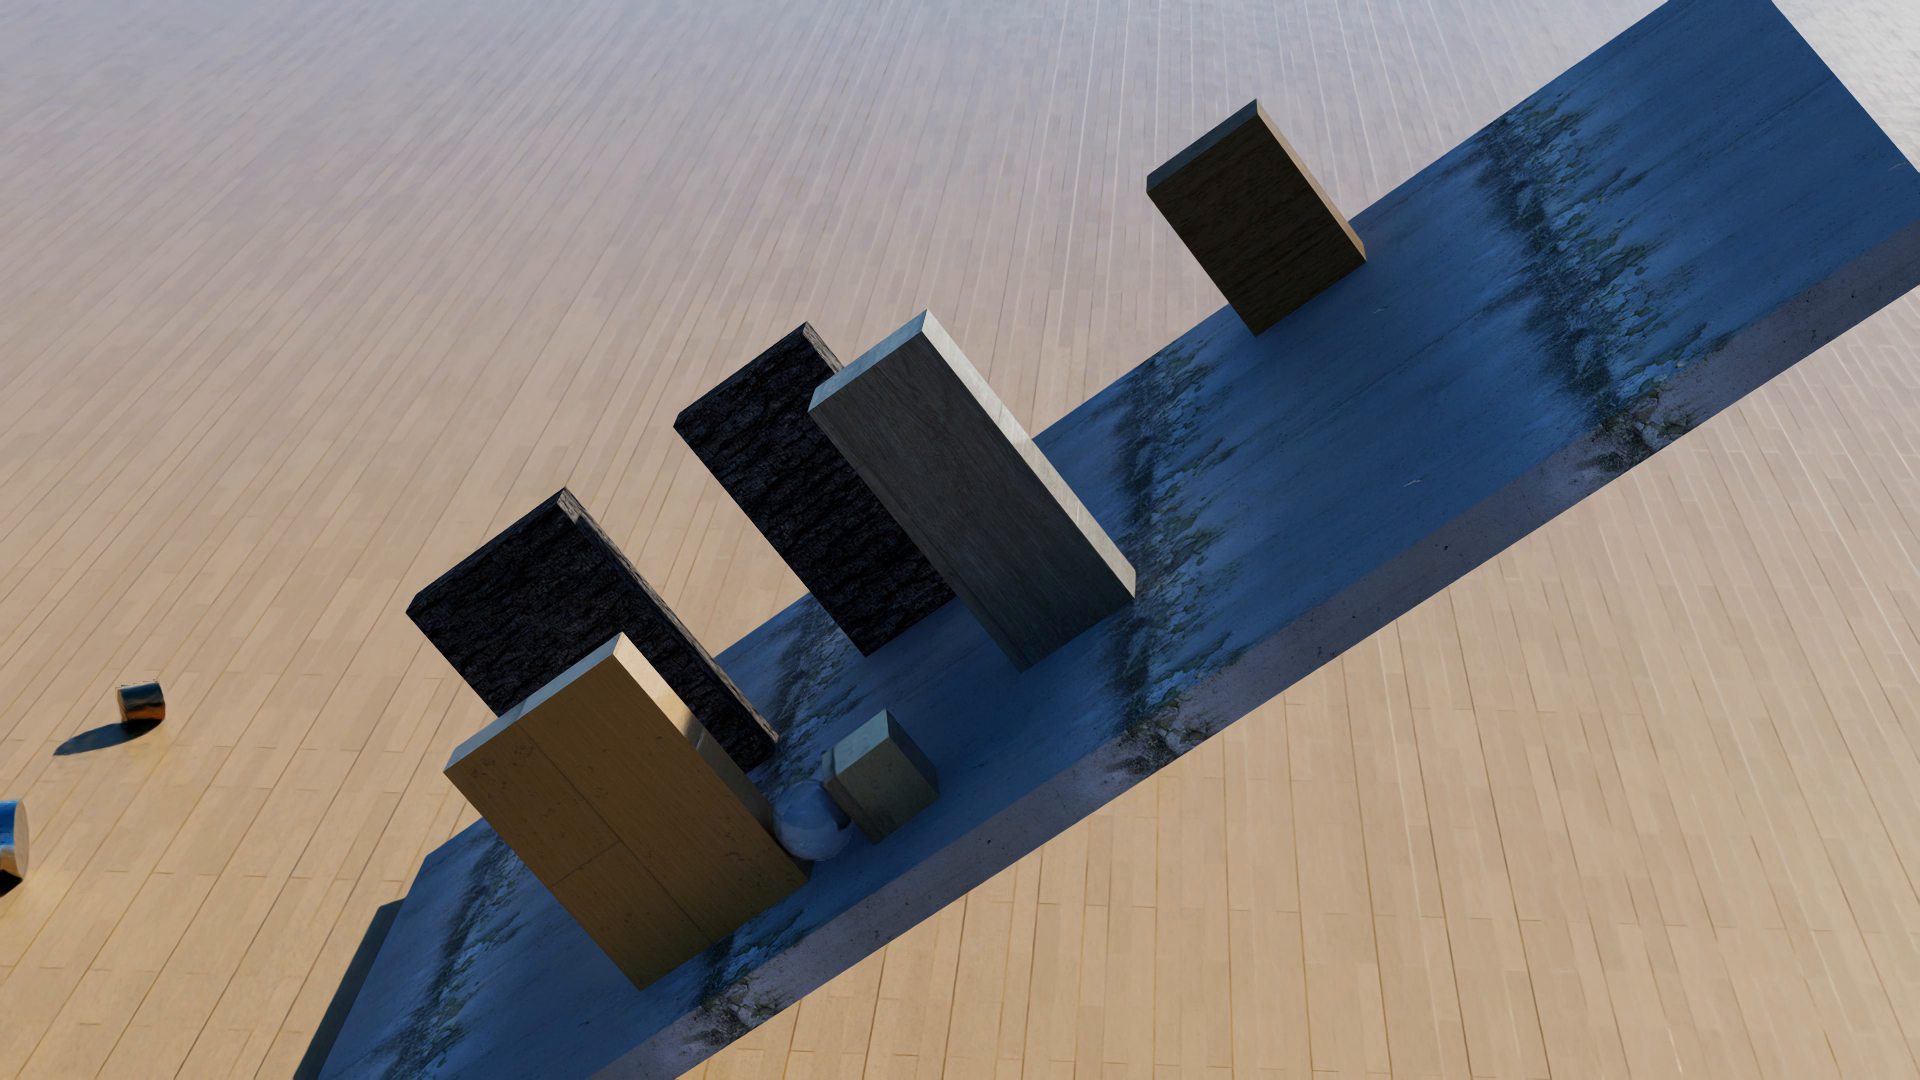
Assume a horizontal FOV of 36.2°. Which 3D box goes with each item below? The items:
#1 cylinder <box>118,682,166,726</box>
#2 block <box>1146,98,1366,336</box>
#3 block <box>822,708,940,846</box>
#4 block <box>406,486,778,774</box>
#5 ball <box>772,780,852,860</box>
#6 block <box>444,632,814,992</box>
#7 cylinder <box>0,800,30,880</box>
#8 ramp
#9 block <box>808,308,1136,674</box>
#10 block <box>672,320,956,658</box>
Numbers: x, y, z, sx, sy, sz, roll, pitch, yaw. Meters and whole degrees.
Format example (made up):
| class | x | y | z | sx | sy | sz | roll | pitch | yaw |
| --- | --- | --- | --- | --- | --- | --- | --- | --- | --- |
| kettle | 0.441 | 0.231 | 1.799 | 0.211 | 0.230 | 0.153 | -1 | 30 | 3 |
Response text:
| class | x | y | z | sx | sy | sz | roll | pitch | yaw |
| --- | --- | --- | --- | --- | --- | --- | --- | --- | --- |
| cylinder | -2.421 | 0.487 | 8.701 | 0.114 | 0.114 | 0.114 | -11 | 25 | -24 |
| block | 0.670 | -0.728 | 6.659 | 0.305 | 0.422 | 0.140 | -34 | 16 | 17 |
| block | -0.155 | 0.458 | 5.699 | 0.159 | 0.159 | 0.159 | -37 | 16 | 7 |
| block | -0.813 | 0.300 | 6.540 | 0.442 | 0.746 | 0.100 | -34 | 16 | 17 |
| ball | -0.286 | 0.543 | 5.710 | 0.155 | 0.155 | 0.155 | 0 | 23 | 0 |
| block | -0.644 | 0.538 | 5.760 | 0.434 | 0.601 | 0.102 | -34 | 16 | 17 |
| cylinder | -2.603 | 0.803 | 7.819 | 0.210 | 0.210 | 0.210 | -3 | 23 | -7 |
| ramp | 0.128 | 0.179 | 6.323 | 4.000 | 0.100 | 2.000 | -34 | 16 | 17 |
| block | 0.029 | -0.093 | 5.832 | 0.282 | 0.690 | 0.138 | -34 | 16 | 17 |
| block | -0.275 | -0.107 | 6.565 | 0.368 | 0.690 | 0.086 | -34 | 16 | 17 |
